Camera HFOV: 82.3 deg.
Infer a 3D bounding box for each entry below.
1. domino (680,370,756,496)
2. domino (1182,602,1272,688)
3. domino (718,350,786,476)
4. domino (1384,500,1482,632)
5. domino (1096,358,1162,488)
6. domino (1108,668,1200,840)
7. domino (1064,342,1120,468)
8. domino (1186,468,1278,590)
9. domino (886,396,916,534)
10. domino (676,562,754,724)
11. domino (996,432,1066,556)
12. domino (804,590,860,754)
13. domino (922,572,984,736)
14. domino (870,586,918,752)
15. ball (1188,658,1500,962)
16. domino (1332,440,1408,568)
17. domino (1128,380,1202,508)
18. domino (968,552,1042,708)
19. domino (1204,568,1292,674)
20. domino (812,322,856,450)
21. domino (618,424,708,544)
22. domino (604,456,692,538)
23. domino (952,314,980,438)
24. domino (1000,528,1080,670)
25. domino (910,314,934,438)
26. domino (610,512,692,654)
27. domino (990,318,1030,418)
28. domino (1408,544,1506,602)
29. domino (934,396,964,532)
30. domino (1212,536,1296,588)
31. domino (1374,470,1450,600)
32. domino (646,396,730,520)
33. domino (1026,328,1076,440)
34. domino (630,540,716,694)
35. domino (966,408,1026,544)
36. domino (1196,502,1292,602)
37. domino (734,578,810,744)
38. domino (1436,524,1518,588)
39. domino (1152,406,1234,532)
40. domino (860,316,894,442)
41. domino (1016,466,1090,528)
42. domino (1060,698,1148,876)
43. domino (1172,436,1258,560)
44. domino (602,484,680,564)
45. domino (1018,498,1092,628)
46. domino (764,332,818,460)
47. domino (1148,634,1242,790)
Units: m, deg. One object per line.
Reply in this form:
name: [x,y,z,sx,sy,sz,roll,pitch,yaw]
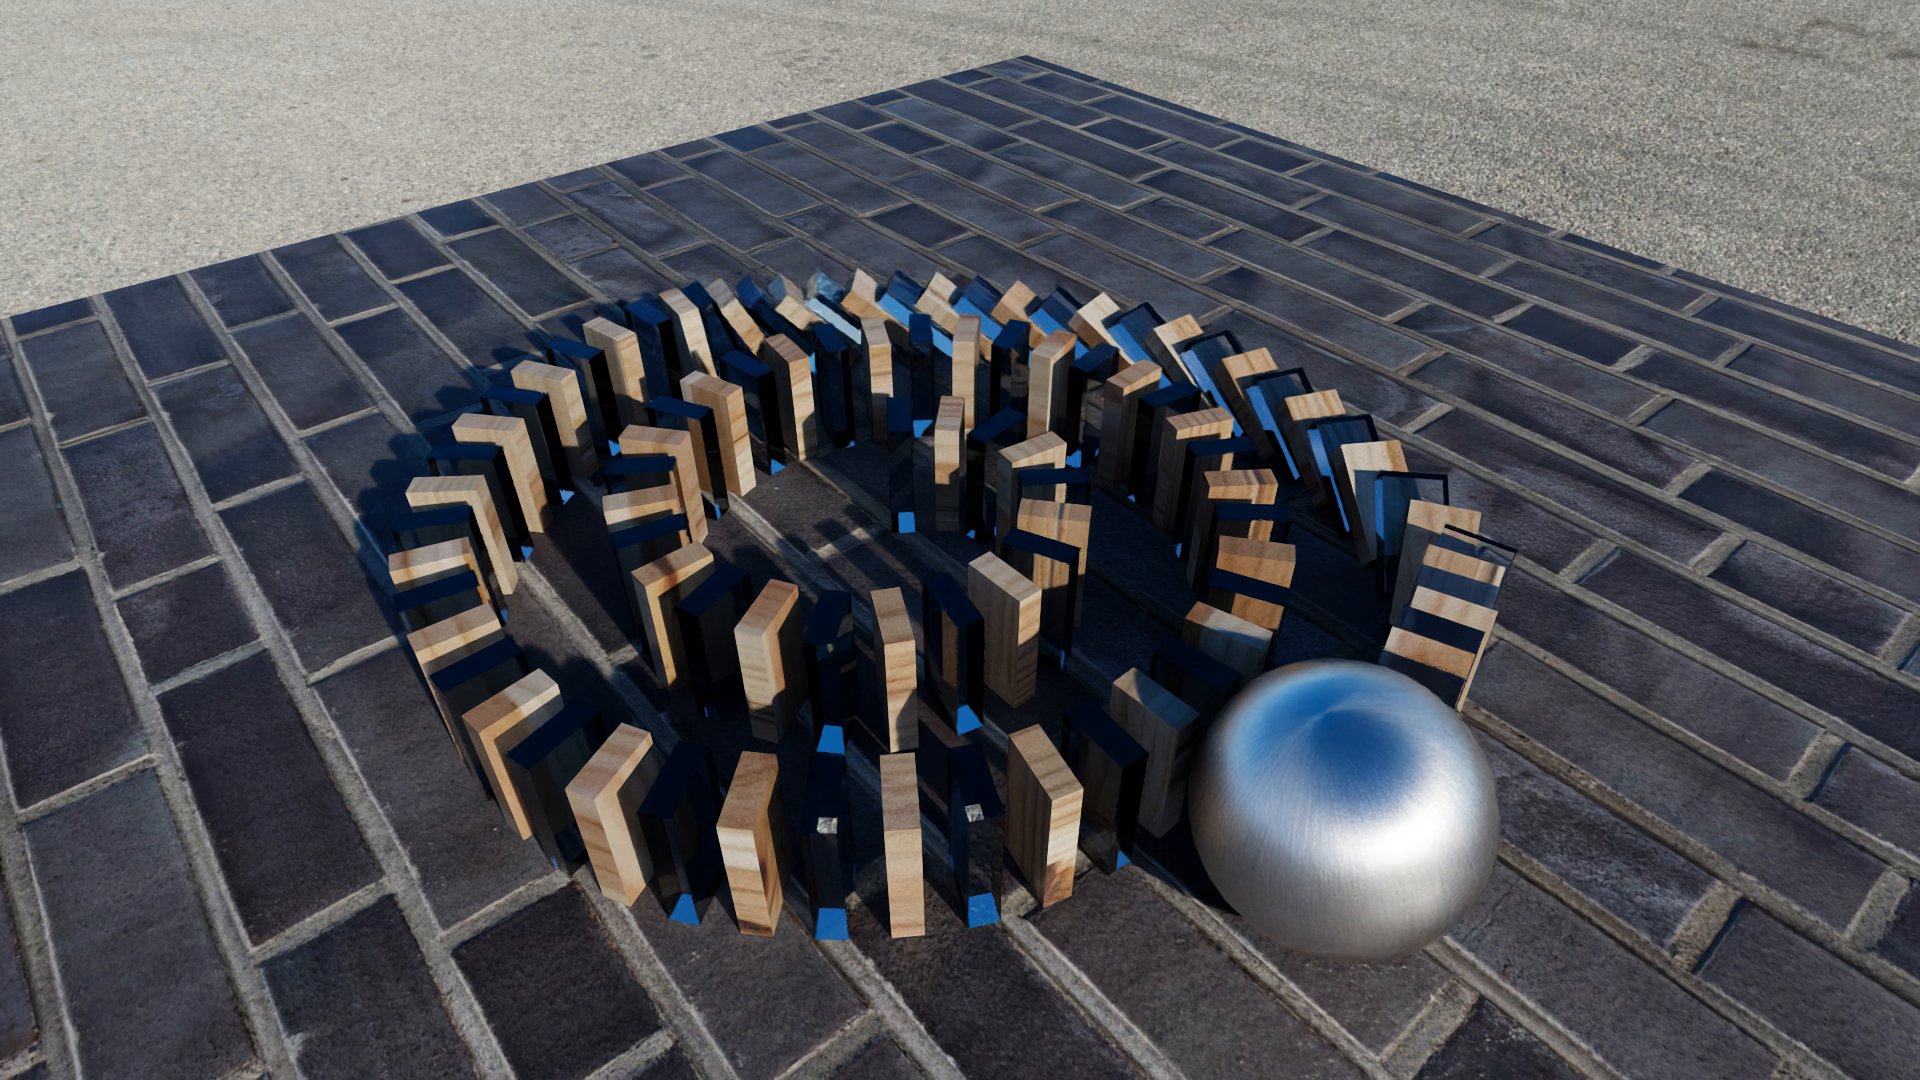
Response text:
domino: [-0.102,-0.045,0.466,0.025,0.050,0.009,21,44,24]
domino: [0.083,0.046,0.356,0.025,0.050,0.009,23,45,26]
domino: [-0.090,-0.055,0.479,0.025,0.050,0.009,30,48,31]
domino: [0.176,0.012,0.409,0.025,0.010,0.050,12,73,15]
domino: [0.072,-0.050,0.472,0.025,0.050,0.009,-31,49,-32]
domino: [0.056,0.065,0.332,0.010,0.050,0.025,-30,48,-31]
domino: [0.057,-0.058,0.483,0.009,0.050,0.025,26,46,29]
domino: [0.102,-0.003,0.415,0.025,0.050,0.009,-3,39,-3]
domino: [-0.024,-0.030,0.448,0.009,0.050,0.025,-3,39,-3]
domino: [-0.079,0.035,0.369,0.010,0.050,0.025,21,44,23]
domino: [0.027,-0.016,0.431,0.025,0.050,0.009,-22,44,-24]
domino: [-0.041,0.043,0.359,0.009,0.050,0.025,5,40,6]
domino: [-0.002,0.038,0.365,0.009,0.050,0.025,-18,43,-21]
domino: [-0.021,0.043,0.359,0.010,0.050,0.025,-8,40,-10]
ball: [0.103,0.072,0.300,0.080,0.080,0.080,0,39,0]
domino: [0.169,-0.015,0.443,0.025,0.009,0.050,-5,69,-6]
domino: [0.085,-0.040,0.460,0.025,0.050,0.009,-22,44,-25]
domino: [0.014,0.031,0.374,0.010,0.050,0.025,-29,47,-30]
domino: [0.093,0.034,0.369,0.025,0.050,0.010,16,42,19]
domino: [-0.057,-0.069,0.496,0.010,0.050,0.025,-14,41,-16]
domino: [-0.117,-0.021,0.437,0.025,0.050,0.009,7,40,9]
domino: [-0.118,-0.008,0.422,0.025,0.050,0.009,-4,39,-5]
domino: [0.003,-0.075,0.503,0.010,0.050,0.025,4,40,5]
domino: [0.027,0.021,0.386,0.025,0.050,0.009,18,43,20]
domino: [-0.017,-0.075,0.503,0.009,0.050,0.025,-3,39,-3]
domino: [-0.106,0.016,0.392,0.025,0.050,0.009,-18,43,-21]
domino: [0.022,-0.071,0.499,0.010,0.050,0.025,14,41,16]
domino: [0.166,0.029,0.379,0.025,0.050,0.010,20,6,23]
domino: [-0.004,-0.031,0.449,0.009,0.050,0.025,3,39,4]
domino: [0.100,0.022,0.384,0.025,0.050,0.009,8,40,10]
domino: [0.176,-0.001,0.426,0.025,0.010,0.050,4,70,5]
domino: [-0.111,-0.033,0.452,0.025,0.050,0.010,15,42,17]
domino: [0.041,-0.066,0.492,0.009,0.050,0.025,20,44,23]
domino: [-0.095,0.027,0.379,0.025,0.050,0.009,-29,47,-31]
domino: [0.014,-0.026,0.443,0.009,0.050,0.025,29,47,30]
domino: [0.102,0.010,0.400,0.025,0.050,0.010,2,39,2]
domino: [-0.061,0.040,0.362,0.010,0.050,0.025,12,41,15]
domino: [0.176,0.022,0.392,0.025,0.009,0.050,24,84,22]
domino: [0.094,-0.028,0.446,0.025,0.050,0.009,-13,41,-15]
domino: [-0.037,-0.073,0.500,0.010,0.050,0.025,-8,40,-10]
domino: [0.034,-0.004,0.416,0.025,0.050,0.009,-4,39,-5]
domino: [0.041,0.073,0.323,0.009,0.050,0.025,-24,45,-26]
domino: [0.099,-0.016,0.431,0.025,0.050,0.009,-7,40,-9]
domino: [-0.114,0.004,0.406,0.025,0.050,0.009,-11,41,-13]
domino: [0.033,0.009,0.401,0.025,0.050,0.009,7,40,8]
domino: [-0.075,-0.063,0.489,0.009,0.050,0.025,-22,44,-25]
domino: [0.071,0.056,0.343,0.025,0.050,0.009,29,47,31]
